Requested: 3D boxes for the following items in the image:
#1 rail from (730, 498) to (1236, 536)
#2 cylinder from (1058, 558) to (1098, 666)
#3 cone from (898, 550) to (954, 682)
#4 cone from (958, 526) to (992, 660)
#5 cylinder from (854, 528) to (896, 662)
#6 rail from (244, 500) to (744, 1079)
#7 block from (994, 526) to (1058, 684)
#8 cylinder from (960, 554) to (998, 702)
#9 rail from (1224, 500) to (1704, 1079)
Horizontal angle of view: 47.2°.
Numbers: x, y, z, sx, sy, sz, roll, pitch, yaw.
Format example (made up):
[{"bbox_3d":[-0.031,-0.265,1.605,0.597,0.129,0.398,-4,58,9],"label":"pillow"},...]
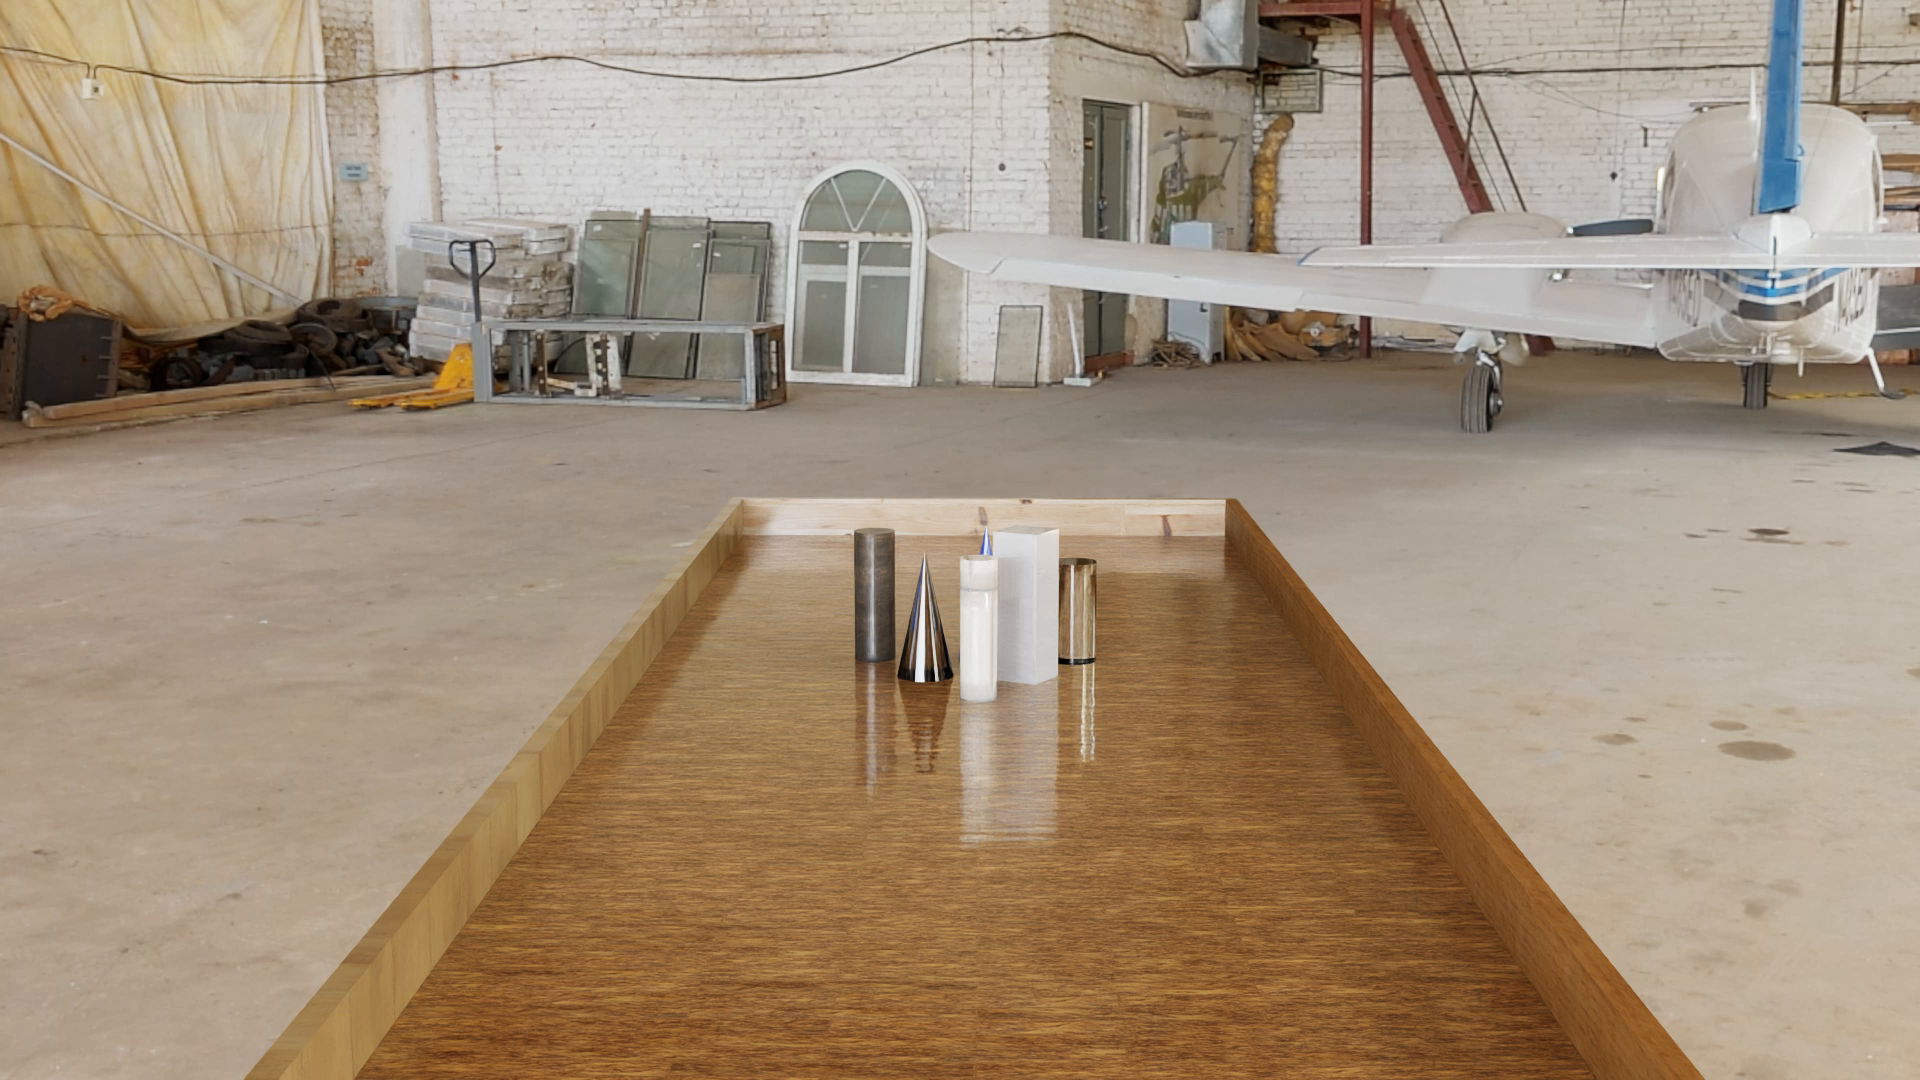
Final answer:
[{"bbox_3d":[0.099,-0.098,9.147,2.100,0.150,0.050,0,9,1],"label":"rail"},{"bbox_3d":[0.345,0.215,6.674,0.140,0.306,0.140,0,9,0],"label":"cylinder"},{"bbox_3d":[-0.102,0.215,6.455,0.167,0.375,0.167,0,9,0],"label":"cone"},{"bbox_3d":[0.080,0.156,6.699,0.174,0.414,0.174,0,9,0],"label":"cone"},{"bbox_3d":[-0.259,0.167,6.698,0.124,0.395,0.124,0,9,0],"label":"cylinder"},{"bbox_3d":[-1.004,0.839,3.234,0.050,0.150,12.000,0,9,1],"label":"rail"},{"bbox_3d":[0.192,0.187,6.424,0.142,0.439,0.142,5,10,29],"label":"block"},{"bbox_3d":[0.052,0.247,6.171,0.105,0.400,0.105,0,9,0],"label":"cylinder"},{"bbox_3d":[1.046,0.843,3.208,0.050,0.150,12.000,0,9,1],"label":"rail"}]
